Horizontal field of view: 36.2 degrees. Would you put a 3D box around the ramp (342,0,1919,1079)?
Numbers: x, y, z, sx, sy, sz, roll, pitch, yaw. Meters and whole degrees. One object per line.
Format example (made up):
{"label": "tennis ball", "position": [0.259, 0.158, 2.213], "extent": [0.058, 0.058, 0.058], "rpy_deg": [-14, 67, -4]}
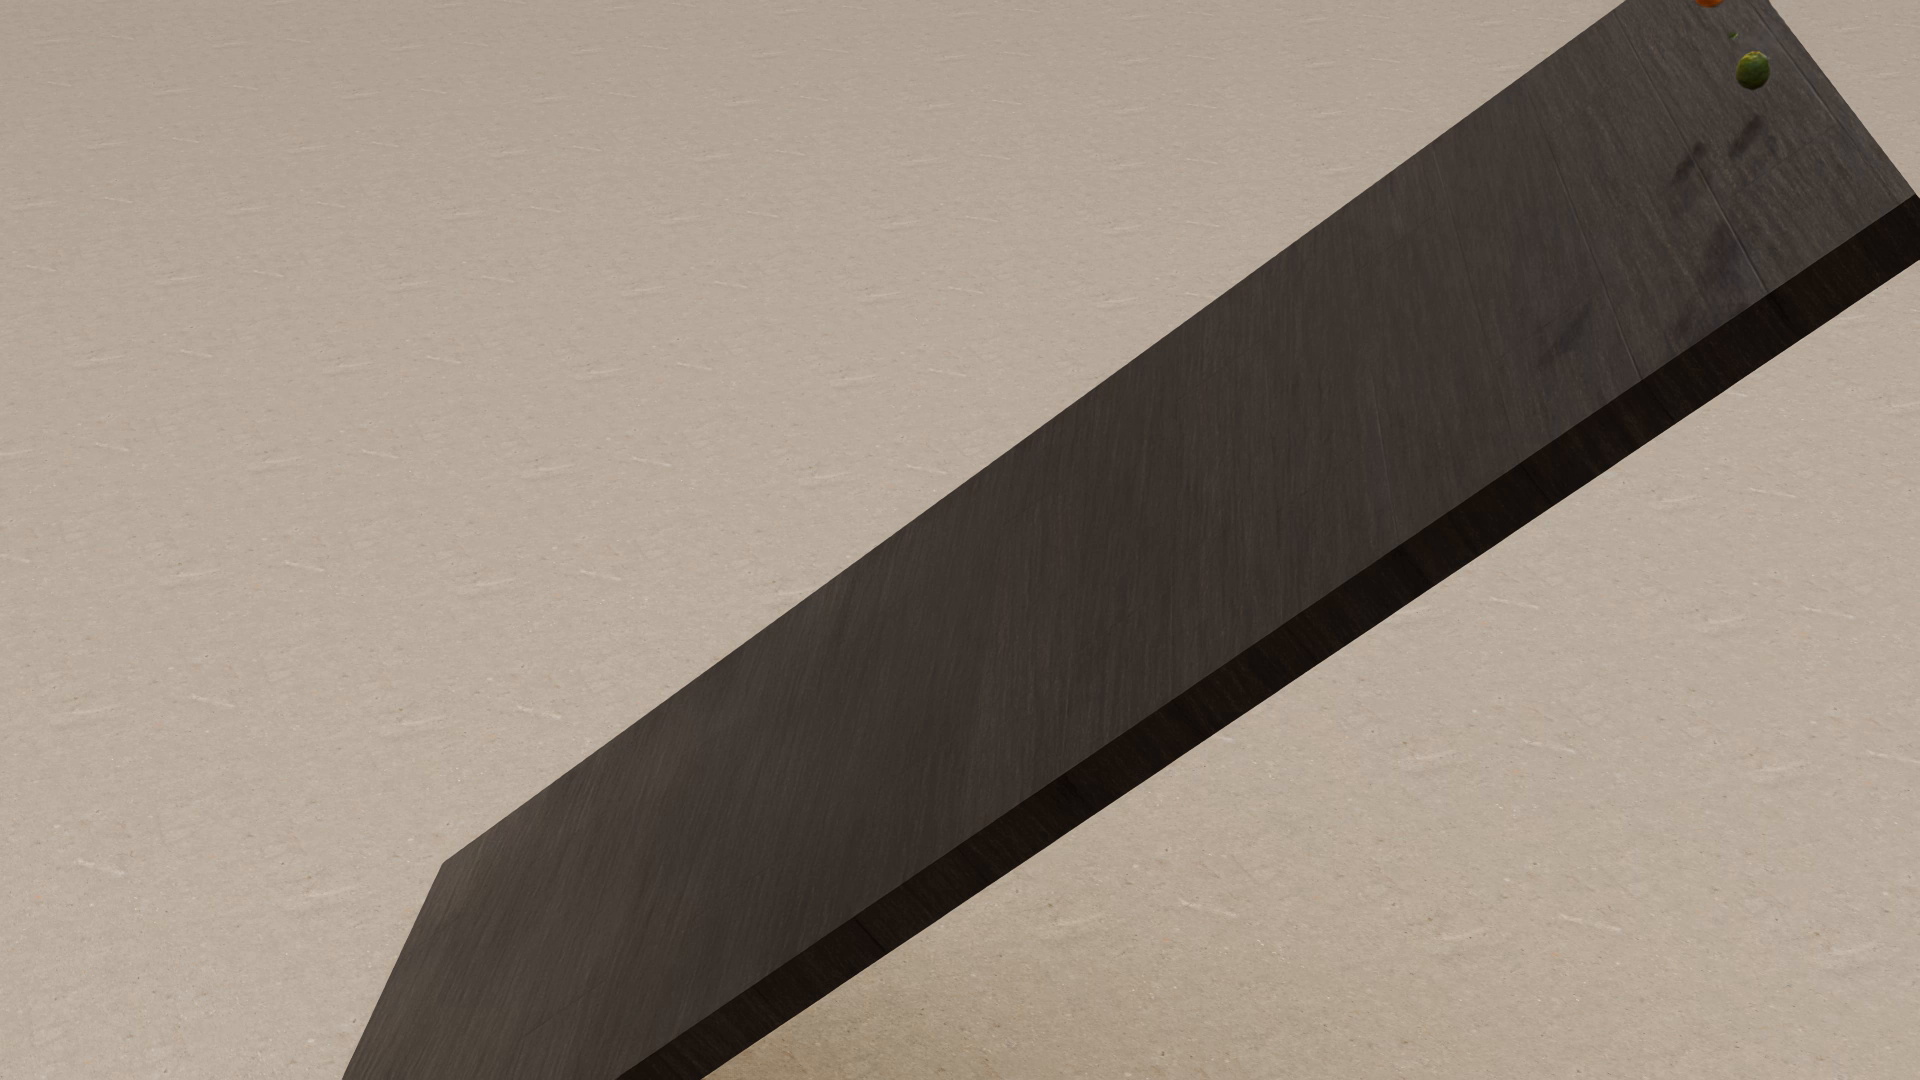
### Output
{"label": "ramp", "position": [0.121, 0.185, 6.339], "extent": [4.000, 0.100, 2.000], "rpy_deg": [-36, 16, 18]}
